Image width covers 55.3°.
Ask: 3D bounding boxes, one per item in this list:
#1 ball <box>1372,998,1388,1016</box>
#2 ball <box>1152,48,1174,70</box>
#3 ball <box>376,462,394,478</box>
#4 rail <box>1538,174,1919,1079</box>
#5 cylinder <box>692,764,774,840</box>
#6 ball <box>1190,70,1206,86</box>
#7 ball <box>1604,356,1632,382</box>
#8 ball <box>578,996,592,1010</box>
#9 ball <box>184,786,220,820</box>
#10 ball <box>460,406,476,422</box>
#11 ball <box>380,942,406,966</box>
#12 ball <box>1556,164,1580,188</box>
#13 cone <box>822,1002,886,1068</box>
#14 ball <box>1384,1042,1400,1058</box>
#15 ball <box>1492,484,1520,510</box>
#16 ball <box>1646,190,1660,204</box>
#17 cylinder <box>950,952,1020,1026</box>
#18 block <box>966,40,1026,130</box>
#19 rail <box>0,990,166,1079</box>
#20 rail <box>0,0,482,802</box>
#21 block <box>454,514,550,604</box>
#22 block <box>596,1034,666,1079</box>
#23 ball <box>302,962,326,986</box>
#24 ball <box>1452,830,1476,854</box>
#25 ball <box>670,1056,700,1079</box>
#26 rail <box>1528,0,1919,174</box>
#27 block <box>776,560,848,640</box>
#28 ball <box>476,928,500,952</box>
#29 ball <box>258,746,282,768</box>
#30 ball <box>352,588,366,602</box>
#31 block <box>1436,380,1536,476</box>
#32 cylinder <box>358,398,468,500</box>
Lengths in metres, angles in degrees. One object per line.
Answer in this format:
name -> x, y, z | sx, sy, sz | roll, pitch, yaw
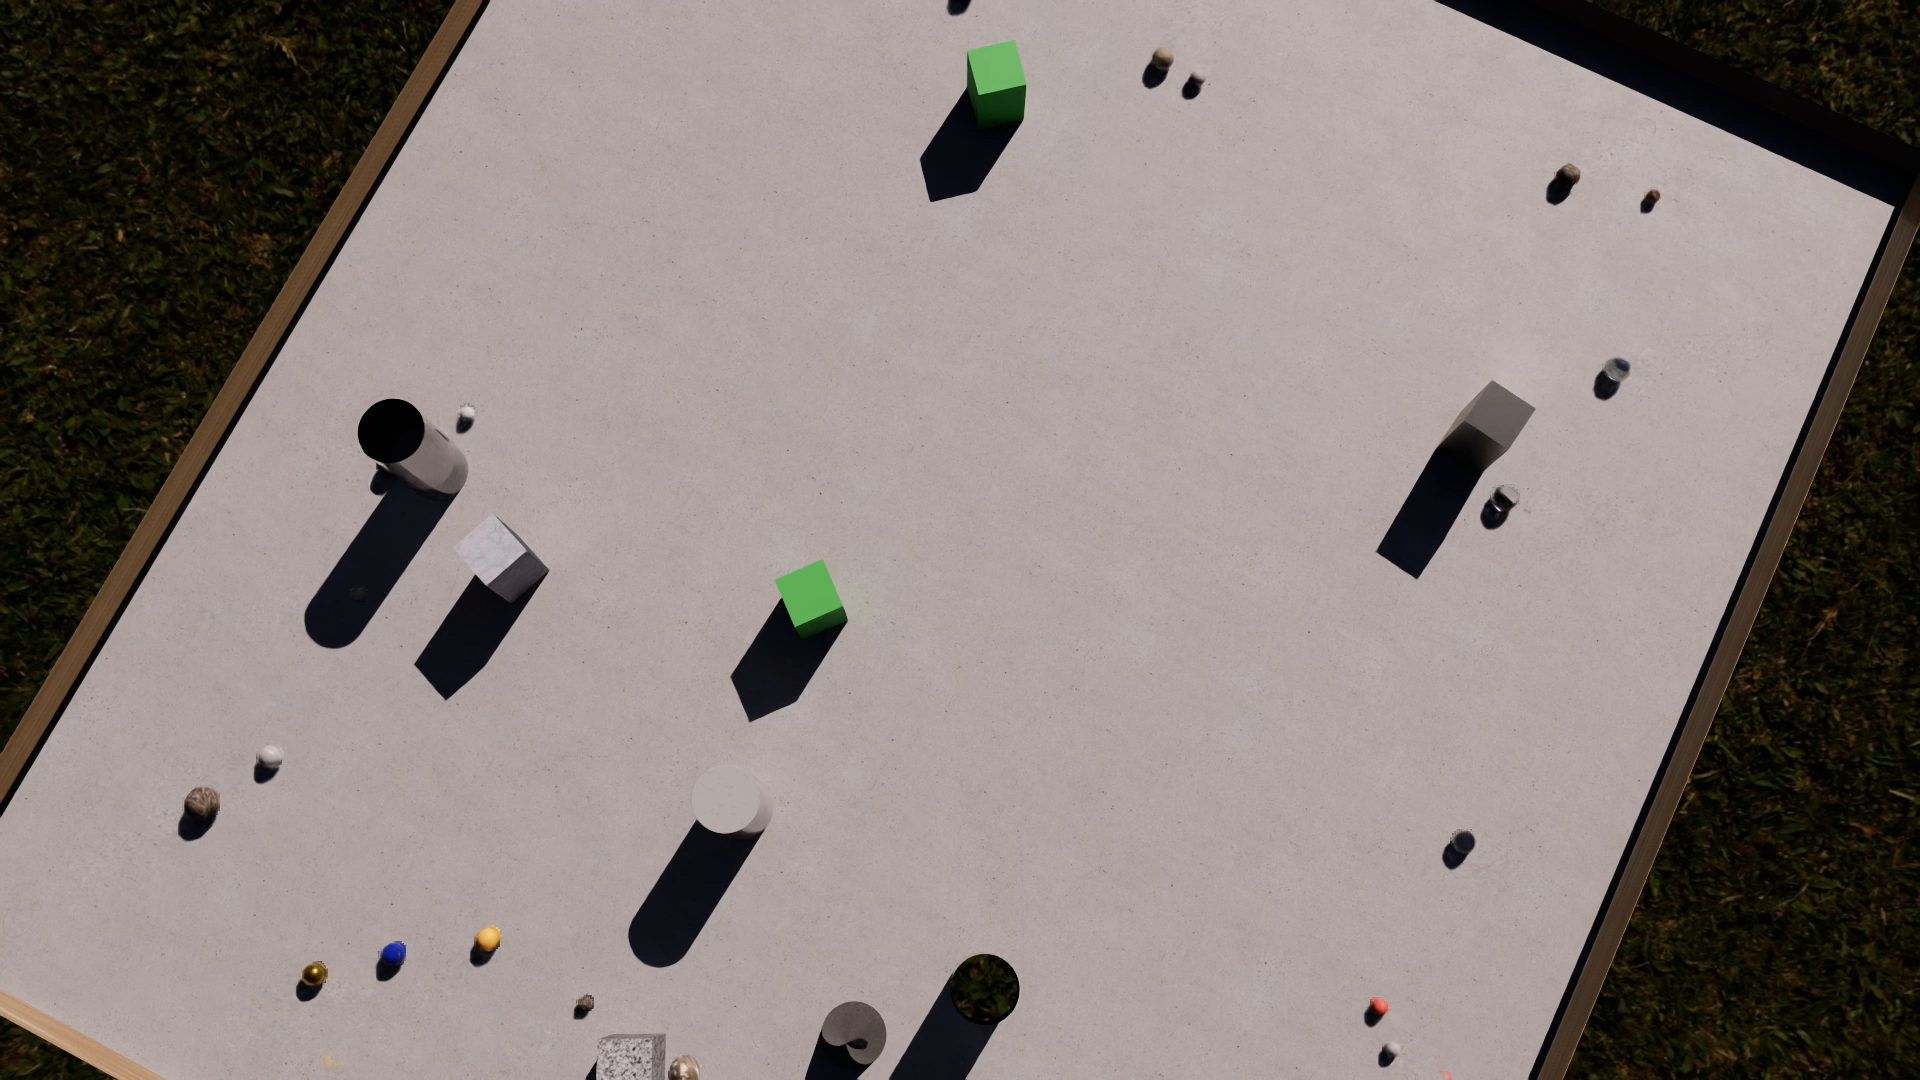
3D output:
ball -> 1.217, 1.354, 5.311 | 0.049, 0.049, 0.049 | 0, 78, 0
ball -> 0.652, -1.549, 5.900 | 0.073, 0.073, 0.073 | 0, 78, 0
ball -> -1.753, -0.228, 5.626 | 0.074, 0.074, 0.074 | 0, 78, 0
rail -> 1.966, 0.969, 5.352 | 0.045, 0.123, 4.923 | 26, 80, 5
cylinder -> -0.649, 0.756, 5.265 | 0.190, 0.383, 0.190 | 0, 78, 0
ball -> 0.764, -1.486, 5.897 | 0.053, 0.053, 0.053 | 0, 78, 0
ball -> 2.042, -0.530, 5.686 | 0.078, 0.078, 0.078 | 0, 78, 0
ball -> -1.088, 1.345, 5.317 | 0.042, 0.042, 0.042 | 0, 78, 0
ball -> -2.237, 0.776, 5.407 | 0.095, 0.095, 0.095 | 0, 78, 0
ball -> -1.525, -0.390, 5.672 | 0.049, 0.049, 0.049 | 0, 78, 0
ball -> -1.650, 1.206, 5.332 | 0.067, 0.067, 0.067 | 0, 78, 0
ball -> 1.932, -1.158, 5.819 | 0.072, 0.072, 0.072 | 0, 78, 0
cone -> -0.308, 1.400, 5.140 | 0.190, 0.366, 0.190 | 0, 78, 0
ball -> 1.249, 1.471, 5.289 | 0.045, 0.045, 0.045 | 0, 78, 0
ball -> 1.669, -0.130, 5.603 | 0.079, 0.079, 0.079 | 0, 78, 0
ball -> 2.202, -1.092, 5.820 | 0.044, 0.044, 0.044 | 0, 78, 0
cylinder -> 0.068, 1.263, 5.175 | 0.190, 0.352, 0.190 | 0, 78, 0
block -> 0.114, -1.433, 5.783 | 0.152, 0.255, 0.152 | -13, 79, -3
rail -> -1.090, 2.142, 5.109 | 4.443, 0.123, 0.045 | 26, 80, 5
rail -> -1.966, -0.956, 5.750 | 0.045, 0.123, 4.923 | 26, 80, 5
block -> -1.360, 0.058, 5.448 | 0.152, 0.306, 0.152 | -42, 81, -8
block -> -0.929, 1.483, 5.188 | 0.152, 0.239, 0.152 | -1, 78, 0
ball -> -1.876, 1.262, 5.321 | 0.068, 0.068, 0.068 | 0, 78, 0
ball -> 1.486, 0.890, 5.399 | 0.066, 0.066, 0.066 | 0, 78, 0
ball -> -0.789, 1.523, 5.259 | 0.083, 0.083, 0.083 | 0, 78, 0
rail -> 1.090, -2.128, 5.993 | 4.443, 0.123, 0.045 | 26, 80, 5
block -> -0.439, 0.180, 5.448 | 0.152, 0.258, 0.152 | -23, 79, -5
ball -> -1.377, 1.164, 5.341 | 0.068, 0.068, 0.068 | 0, 78, 0
ball -> -2.053, 0.644, 5.449 | 0.066, 0.066, 0.066 | 0, 78, 0
ball -> -1.823, 0.165, 5.561 | 0.041, 0.041, 0.041 | 0, 78, 0
block -> 1.578, -0.332, 5.515 | 0.152, 0.334, 0.152 | 35, 80, 7
cylinder -> -1.613, -0.262, 5.428 | 0.190, 0.474, 0.190 | 0, 78, 0
